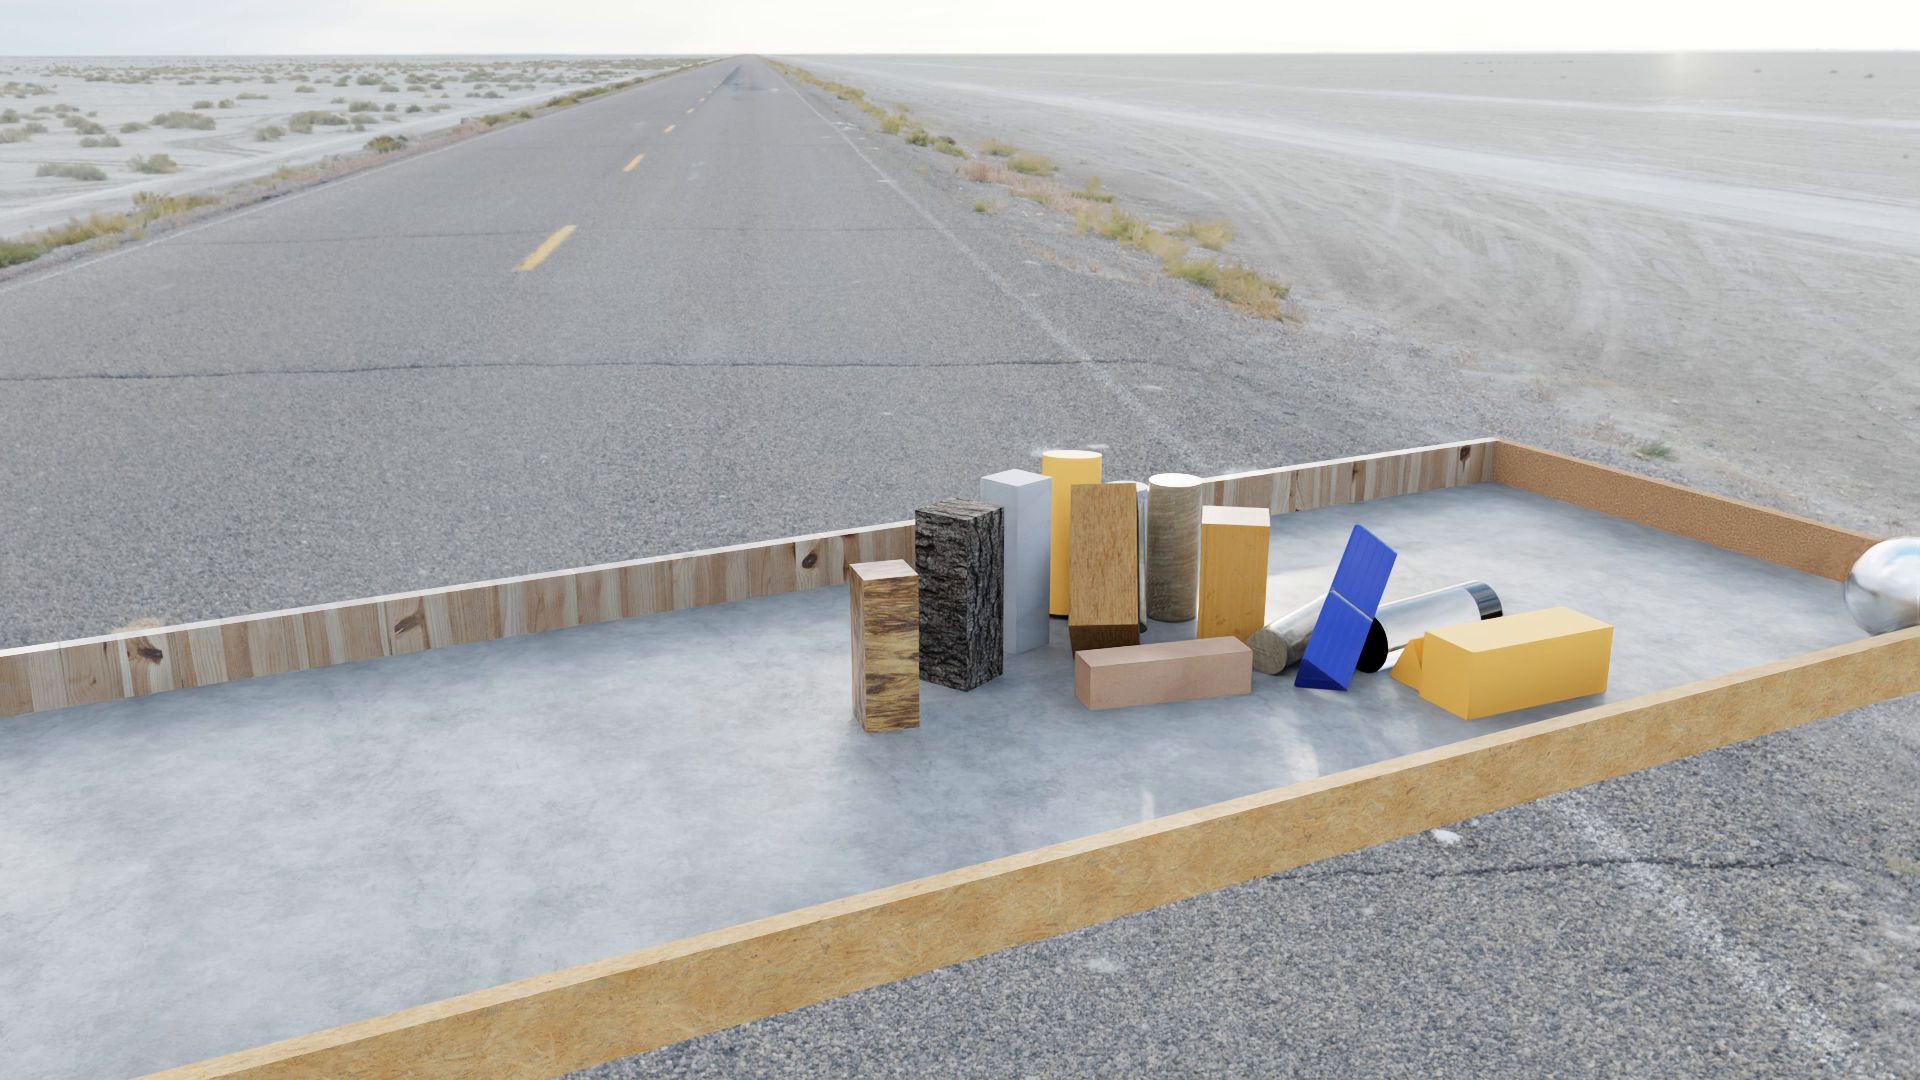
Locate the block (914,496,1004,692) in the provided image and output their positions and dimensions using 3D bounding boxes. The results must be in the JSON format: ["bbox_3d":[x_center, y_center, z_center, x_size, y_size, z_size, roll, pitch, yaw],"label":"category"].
[{"bbox_3d":[0.000,0.134,4.117,0.158,0.441,0.158,12,20,34],"label":"block"}]

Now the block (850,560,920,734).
[{"bbox_3d":[-0.176,0.247,3.851,0.129,0.373,0.129,-5,17,-17],"label":"block"}]

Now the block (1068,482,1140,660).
[{"bbox_3d":[0.381,0.079,4.332,0.174,0.174,0.435,-2,56,8],"label":"block"}]

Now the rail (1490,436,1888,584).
[{"bbox_3d":[2.466,-0.048,5.253,0.050,0.150,2.100,-9,18,-27],"label":"rail"}]

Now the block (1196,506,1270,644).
[{"bbox_3d":[0.718,0.108,4.350,0.172,0.358,0.172,3,17,8],"label":"block"}]

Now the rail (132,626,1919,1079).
[{"bbox_3d":[-2.336,1.006,1.665,12.000,0.150,0.050,-9,18,-27],"label":"rail"}]

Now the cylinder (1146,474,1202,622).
[{"bbox_3d":[0.593,0.022,4.587,0.147,0.390,0.147,0,16,0],"label":"cylinder"}]

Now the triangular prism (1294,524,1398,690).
[{"bbox_3d":[0.951,0.160,4.136,0.141,0.122,0.435,2,51,38],"label":"triangular prism"}]

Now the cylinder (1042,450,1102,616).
[{"bbox_3d":[0.309,-0.022,4.624,0.166,0.440,0.166,1,11,0],"label":"cylinder"}]

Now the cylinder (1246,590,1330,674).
[{"bbox_3d":[0.907,0.237,4.341,0.118,0.118,0.424,12,20,36],"label":"cylinder"}]

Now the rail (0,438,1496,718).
[{"bbox_3d":[-3.305,0.497,3.399,12.000,0.150,0.050,-9,18,-27],"label":"rail"}]

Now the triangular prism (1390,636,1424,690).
[{"bbox_3d":[1.306,0.277,4.191,0.417,0.119,0.137,-8,18,-25],"label":"triangular prism"}]

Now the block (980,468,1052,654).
[{"bbox_3d":[0.146,0.056,4.353,0.131,0.457,0.131,16,22,42],"label":"block"}]

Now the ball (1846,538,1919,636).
[{"bbox_3d":[2.511,0.138,4.373,0.288,0.288,0.288,0,16,0],"label":"ball"}]

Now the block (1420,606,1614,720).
[{"bbox_3d":[1.364,0.297,4.043,0.441,0.170,0.170,-7,18,-24],"label":"block"}]

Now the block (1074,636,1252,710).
[{"bbox_3d":[0.500,0.325,4.051,0.420,0.112,0.112,-4,17,-15],"label":"block"}]

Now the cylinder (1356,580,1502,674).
[{"bbox_3d":[1.207,0.223,4.308,0.442,0.163,0.163,-11,20,-33],"label":"cylinder"}]

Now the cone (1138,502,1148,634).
[{"bbox_3d":[0.467,0.056,4.484,0.150,0.370,0.150,12,-20,4],"label":"cone"}]

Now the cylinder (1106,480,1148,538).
[{"bbox_3d":[0.483,-0.010,4.844,0.128,0.306,0.128,0,16,0],"label":"cylinder"}]
